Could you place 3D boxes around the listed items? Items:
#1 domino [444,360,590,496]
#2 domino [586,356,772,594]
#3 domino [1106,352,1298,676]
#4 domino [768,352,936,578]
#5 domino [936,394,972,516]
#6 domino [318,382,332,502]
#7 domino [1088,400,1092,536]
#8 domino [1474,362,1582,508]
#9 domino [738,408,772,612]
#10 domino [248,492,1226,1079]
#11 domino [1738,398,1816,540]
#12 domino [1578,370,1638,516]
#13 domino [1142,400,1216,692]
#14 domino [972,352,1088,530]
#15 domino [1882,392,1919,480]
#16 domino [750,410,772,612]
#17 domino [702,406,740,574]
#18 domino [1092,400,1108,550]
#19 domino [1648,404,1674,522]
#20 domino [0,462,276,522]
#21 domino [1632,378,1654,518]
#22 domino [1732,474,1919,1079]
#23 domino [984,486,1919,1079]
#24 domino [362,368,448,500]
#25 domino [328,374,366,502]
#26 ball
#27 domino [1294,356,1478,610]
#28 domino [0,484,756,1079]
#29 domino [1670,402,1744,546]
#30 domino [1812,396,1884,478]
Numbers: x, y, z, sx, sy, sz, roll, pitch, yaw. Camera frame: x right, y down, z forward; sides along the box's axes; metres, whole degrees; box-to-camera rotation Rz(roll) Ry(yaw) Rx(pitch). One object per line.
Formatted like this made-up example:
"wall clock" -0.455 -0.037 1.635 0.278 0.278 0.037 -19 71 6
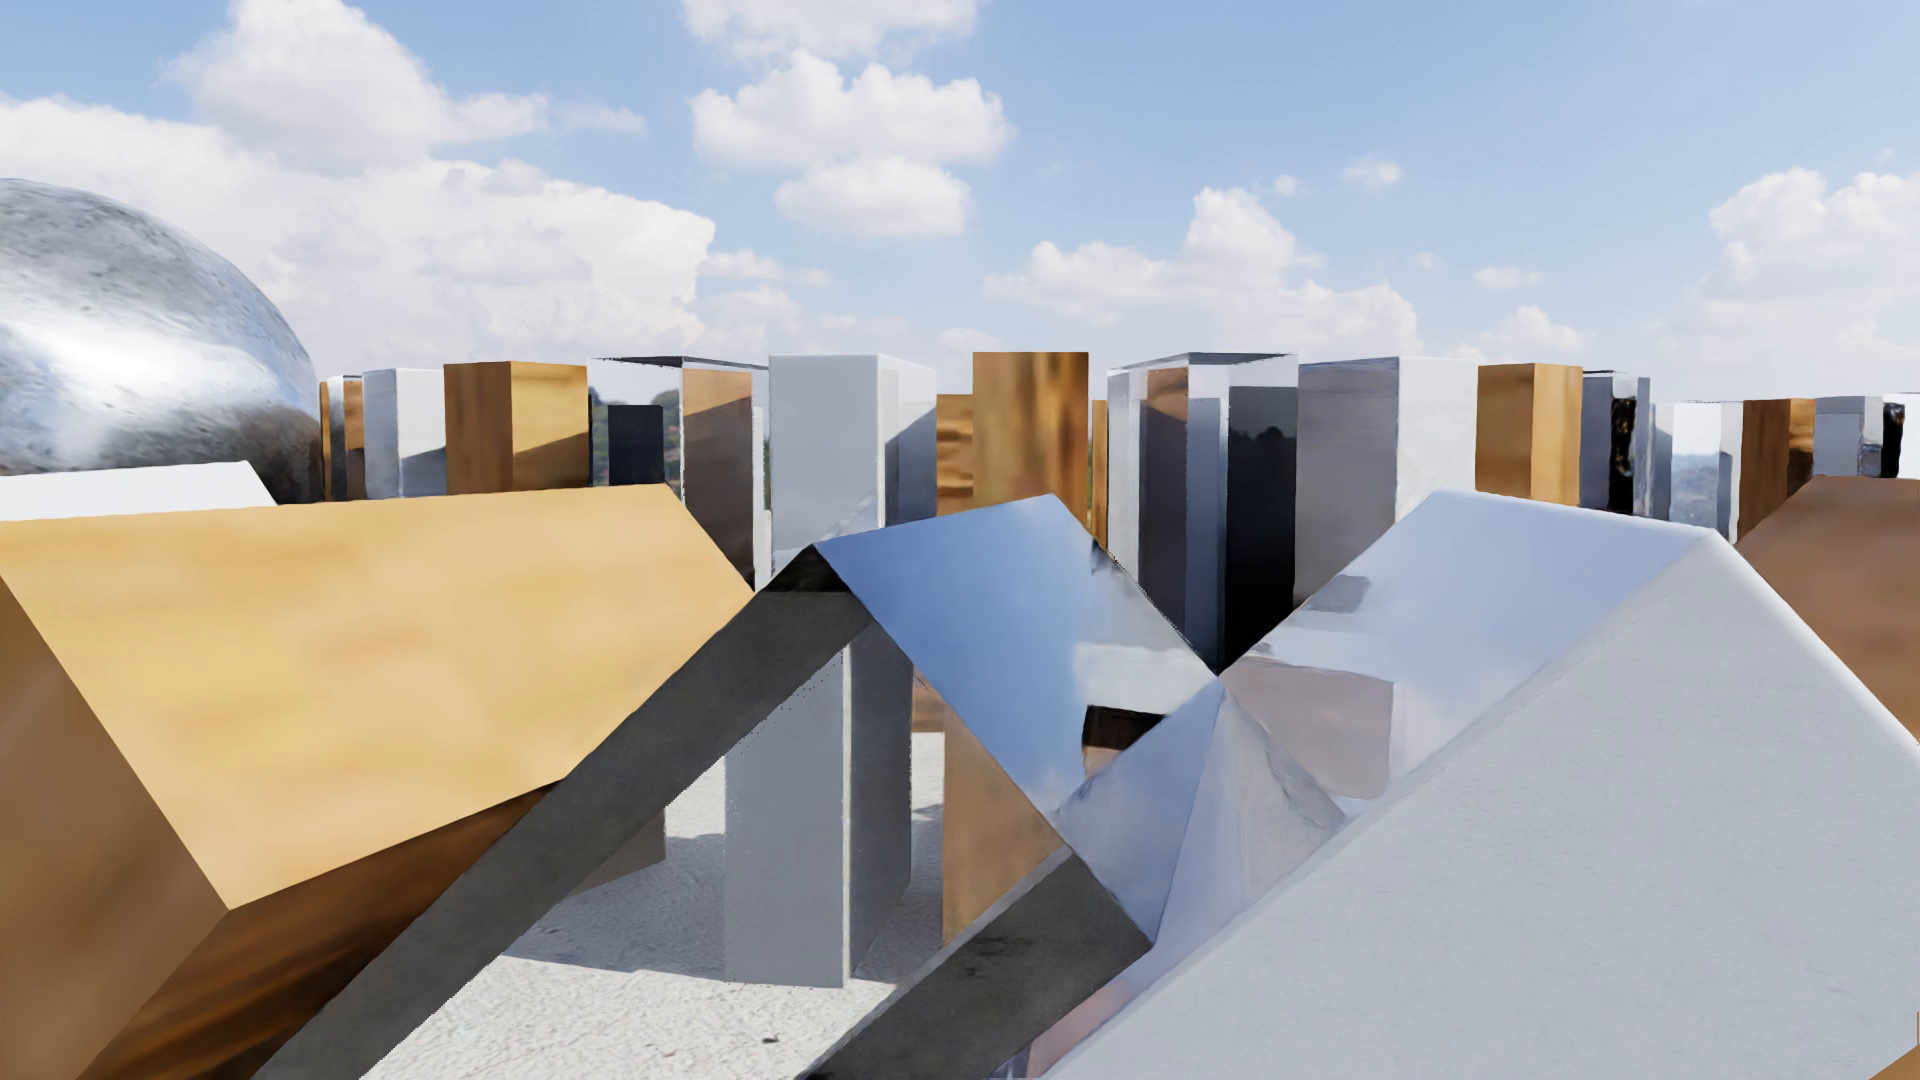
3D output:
"domino" -0.038 0.008 0.131 0.010 0.050 0.025 3 5 31
"domino" -0.024 0.008 0.125 0.009 0.050 0.025 1 5 19
"domino" 0.022 0.009 0.120 0.009 0.050 0.025 -1 4 -9
"domino" -0.009 0.008 0.121 0.009 0.050 0.025 1 4 10
"domino" 0.000 0.002 0.201 0.025 0.050 0.010 0 4 0
"domino" -0.068 0.005 0.166 0.025 0.050 0.010 -2 5 -28
"domino" 0.011 0.000 0.228 0.010 0.050 0.025 -3 5 -38
"domino" 0.049 0.008 0.133 0.010 0.050 0.025 -3 6 -39
"domino" -0.049 -0.003 0.280 0.025 0.050 0.009 4 6 43
"domino" -0.014 0.019 0.041 0.050 0.009 0.025 -43 -7 14
"domino" 0.149 0.001 0.222 0.025 0.050 0.010 -1 4 -14
"domino" 0.060 0.007 0.144 0.025 0.050 0.010 4 6 41
"domino" 0.040 0.000 0.232 0.010 0.050 0.025 1 4 17
"domino" 0.006 0.009 0.119 0.010 0.050 0.025 0 4 2
"domino" 0.153 0.003 0.192 0.025 0.050 0.010 0 3 -1
"domino" -0.038 -0.004 0.290 0.009 0.050 0.025 -3 5 -34
"domino" -0.059 -0.003 0.268 0.025 0.050 0.009 3 5 33
"domino" 0.025 0.000 0.233 0.010 0.050 0.025 -1 4 -12
"domino" 0.137 -0.001 0.250 0.025 0.050 0.009 -3 5 -31
"domino" -0.045 0.018 0.045 0.050 0.009 0.025 -45 -14 25
"domino" 0.069 0.006 0.157 0.025 0.050 0.010 2 5 30
"domino" 0.016 0.019 0.039 0.050 0.009 0.025 -43 -1 7
"domino" 0.001 0.019 0.040 0.050 0.010 0.025 -43 -3 10
"domino" -0.050 0.007 0.141 0.025 0.050 0.009 -4 6 -44
"domino" -0.060 0.006 0.153 0.025 0.050 0.009 -3 5 -35
"ball" -0.135 -0.012 0.187 0.080 0.080 0.080 0 4 0
"domino" 0.036 0.008 0.125 0.009 0.050 0.025 -2 5 -27
"domino" -0.030 0.019 0.043 0.050 0.009 0.025 -44 -10 17
"domino" 0.144 0.000 0.237 0.025 0.050 0.010 -2 5 -21
"domino" 0.152 0.002 0.207 0.025 0.050 0.009 -1 4 -8
